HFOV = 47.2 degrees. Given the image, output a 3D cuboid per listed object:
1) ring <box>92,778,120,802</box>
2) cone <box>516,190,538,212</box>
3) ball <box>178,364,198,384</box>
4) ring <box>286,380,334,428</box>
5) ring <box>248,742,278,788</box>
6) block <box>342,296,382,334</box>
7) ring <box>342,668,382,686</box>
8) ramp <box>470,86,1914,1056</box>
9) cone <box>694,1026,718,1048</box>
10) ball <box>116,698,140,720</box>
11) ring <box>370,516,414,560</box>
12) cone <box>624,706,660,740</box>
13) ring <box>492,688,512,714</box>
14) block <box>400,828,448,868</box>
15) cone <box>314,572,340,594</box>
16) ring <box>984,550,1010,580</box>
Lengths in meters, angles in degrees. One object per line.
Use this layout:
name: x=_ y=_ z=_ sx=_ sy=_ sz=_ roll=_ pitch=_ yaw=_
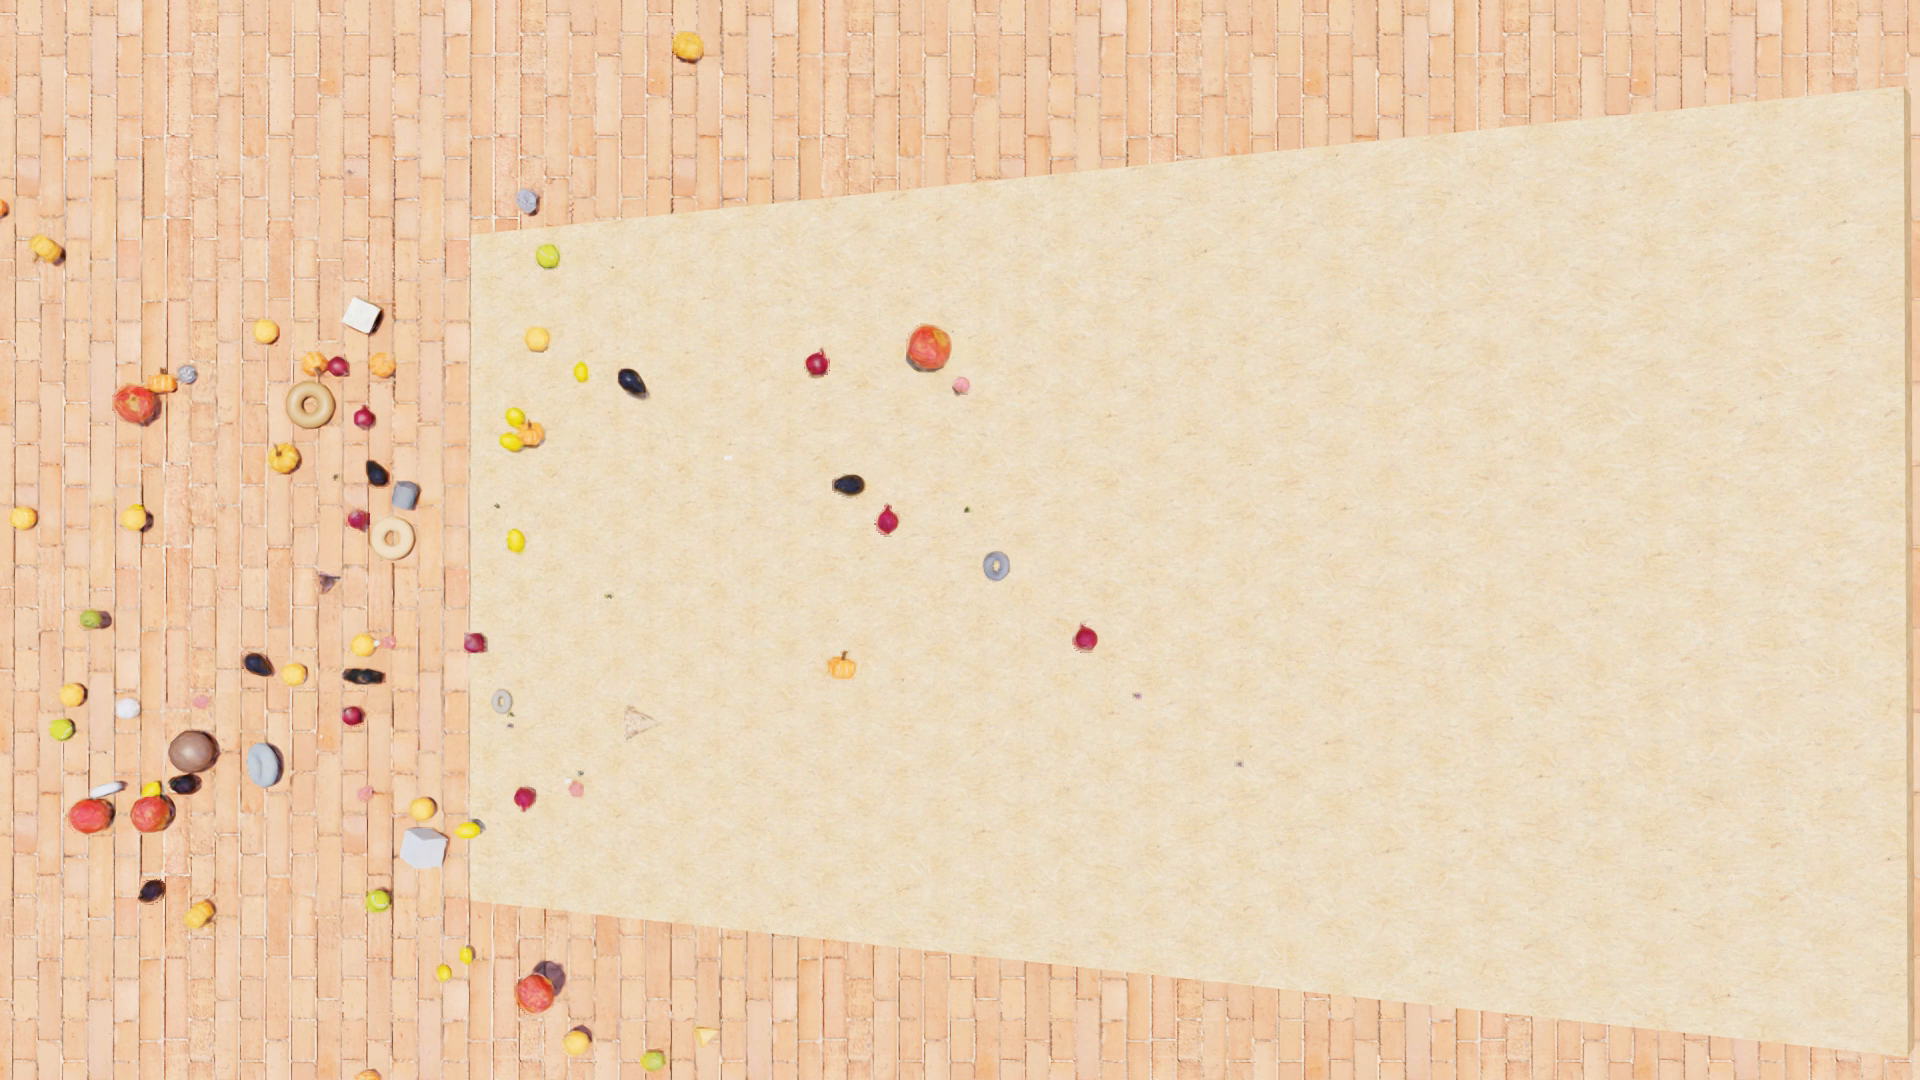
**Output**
ring: x=-2.574 y=0.753 z=6.631 sx=0.094 sy=0.094 sz=0.031 roll=-30 pitch=108 yaw=0
cone: x=-1.294 y=-1.035 z=6.659 sx=0.071 sy=0.071 sz=0.071 roll=9 pitch=115 yaw=21
ball: x=-2.343 y=-0.504 z=6.669 sx=0.056 sy=0.056 sz=0.056 roll=0 pitch=89 yaw=0
ring: x=-1.973 y=-0.411 z=6.673 sx=0.146 sy=0.049 sz=0.146 roll=0 pitch=89 yaw=-1
ring: x=-2.104 y=0.679 z=6.632 sx=0.139 sy=0.046 sz=0.139 roll=8 pitch=102 yaw=43
block: x=-1.805 y=-0.680 z=6.635 sx=0.084 sy=0.084 sz=0.084 roll=25 pitch=93 yaw=-13
ring: x=-1.801 y=0.412 z=6.629 sx=0.119 sy=0.119 sz=0.040 roll=5 pitch=78 yaw=0
ramp: x=0.265 y=0.073 z=5.611 sx=4.000 sy=0.100 sz=2.000 roll=0 pitch=89 yaw=31
cone: x=-0.759 y=1.496 z=6.661 sx=0.070 sy=0.070 sz=0.070 roll=-16 pitch=89 yaw=-24
ball: x=-2.518 y=0.510 z=6.654 sx=0.067 sy=0.067 sz=0.067 roll=0 pitch=89 yaw=0
ring: x=-1.721 y=-0.005 z=6.669 sx=0.134 sy=0.045 sz=0.134 roll=0 pitch=84 yaw=0
cone: x=-0.893 y=0.518 z=6.223 sx=0.097 sy=0.097 sz=0.097 roll=1 pitch=89 yaw=6
ring: x=-1.358 y=0.479 z=6.520 sx=0.075 sy=0.025 sz=0.075 roll=-1 pitch=87 yaw=32
block: x=-1.614 y=0.927 z=6.614 sx=0.090 sy=0.090 sz=0.090 roll=21 pitch=100 yaw=42
cone: x=-1.912 y=0.122 z=6.675 sx=0.072 sy=0.072 sz=0.072 roll=-16 pitch=89 yaw=-27
ring: x=0.095 y=0.065 z=5.641 sx=0.077 sy=0.026 sz=0.077 roll=-1 pitch=89 yaw=33
